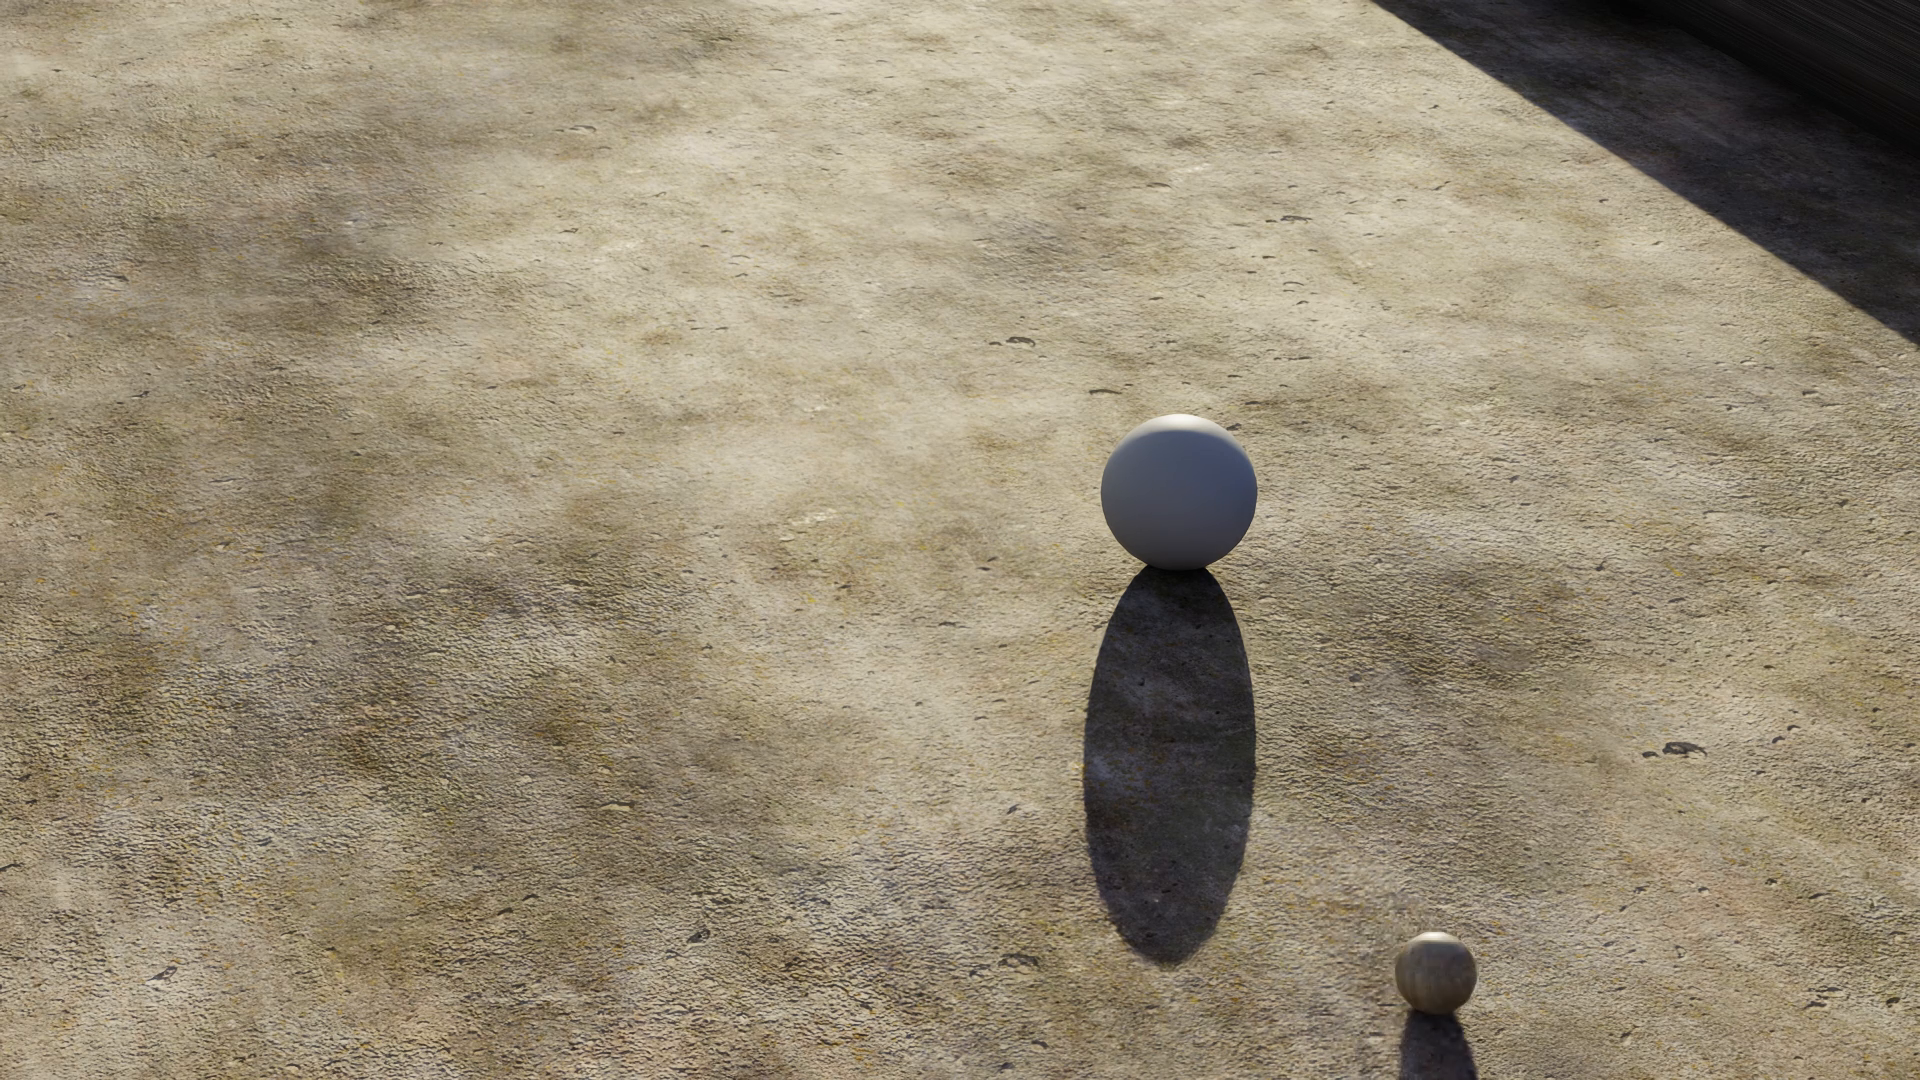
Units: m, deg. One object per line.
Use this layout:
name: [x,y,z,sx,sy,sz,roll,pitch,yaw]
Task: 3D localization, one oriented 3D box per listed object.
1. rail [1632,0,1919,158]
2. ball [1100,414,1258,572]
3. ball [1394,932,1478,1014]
rail: [0.630,-0.608,2.916,0.045,0.130,3.752,-10,30,-18]
ball: [0.139,-0.030,1.870,0.100,0.100,0.100,0,28,0]
ball: [0.238,0.217,1.471,0.041,0.041,0.041,0,28,0]
